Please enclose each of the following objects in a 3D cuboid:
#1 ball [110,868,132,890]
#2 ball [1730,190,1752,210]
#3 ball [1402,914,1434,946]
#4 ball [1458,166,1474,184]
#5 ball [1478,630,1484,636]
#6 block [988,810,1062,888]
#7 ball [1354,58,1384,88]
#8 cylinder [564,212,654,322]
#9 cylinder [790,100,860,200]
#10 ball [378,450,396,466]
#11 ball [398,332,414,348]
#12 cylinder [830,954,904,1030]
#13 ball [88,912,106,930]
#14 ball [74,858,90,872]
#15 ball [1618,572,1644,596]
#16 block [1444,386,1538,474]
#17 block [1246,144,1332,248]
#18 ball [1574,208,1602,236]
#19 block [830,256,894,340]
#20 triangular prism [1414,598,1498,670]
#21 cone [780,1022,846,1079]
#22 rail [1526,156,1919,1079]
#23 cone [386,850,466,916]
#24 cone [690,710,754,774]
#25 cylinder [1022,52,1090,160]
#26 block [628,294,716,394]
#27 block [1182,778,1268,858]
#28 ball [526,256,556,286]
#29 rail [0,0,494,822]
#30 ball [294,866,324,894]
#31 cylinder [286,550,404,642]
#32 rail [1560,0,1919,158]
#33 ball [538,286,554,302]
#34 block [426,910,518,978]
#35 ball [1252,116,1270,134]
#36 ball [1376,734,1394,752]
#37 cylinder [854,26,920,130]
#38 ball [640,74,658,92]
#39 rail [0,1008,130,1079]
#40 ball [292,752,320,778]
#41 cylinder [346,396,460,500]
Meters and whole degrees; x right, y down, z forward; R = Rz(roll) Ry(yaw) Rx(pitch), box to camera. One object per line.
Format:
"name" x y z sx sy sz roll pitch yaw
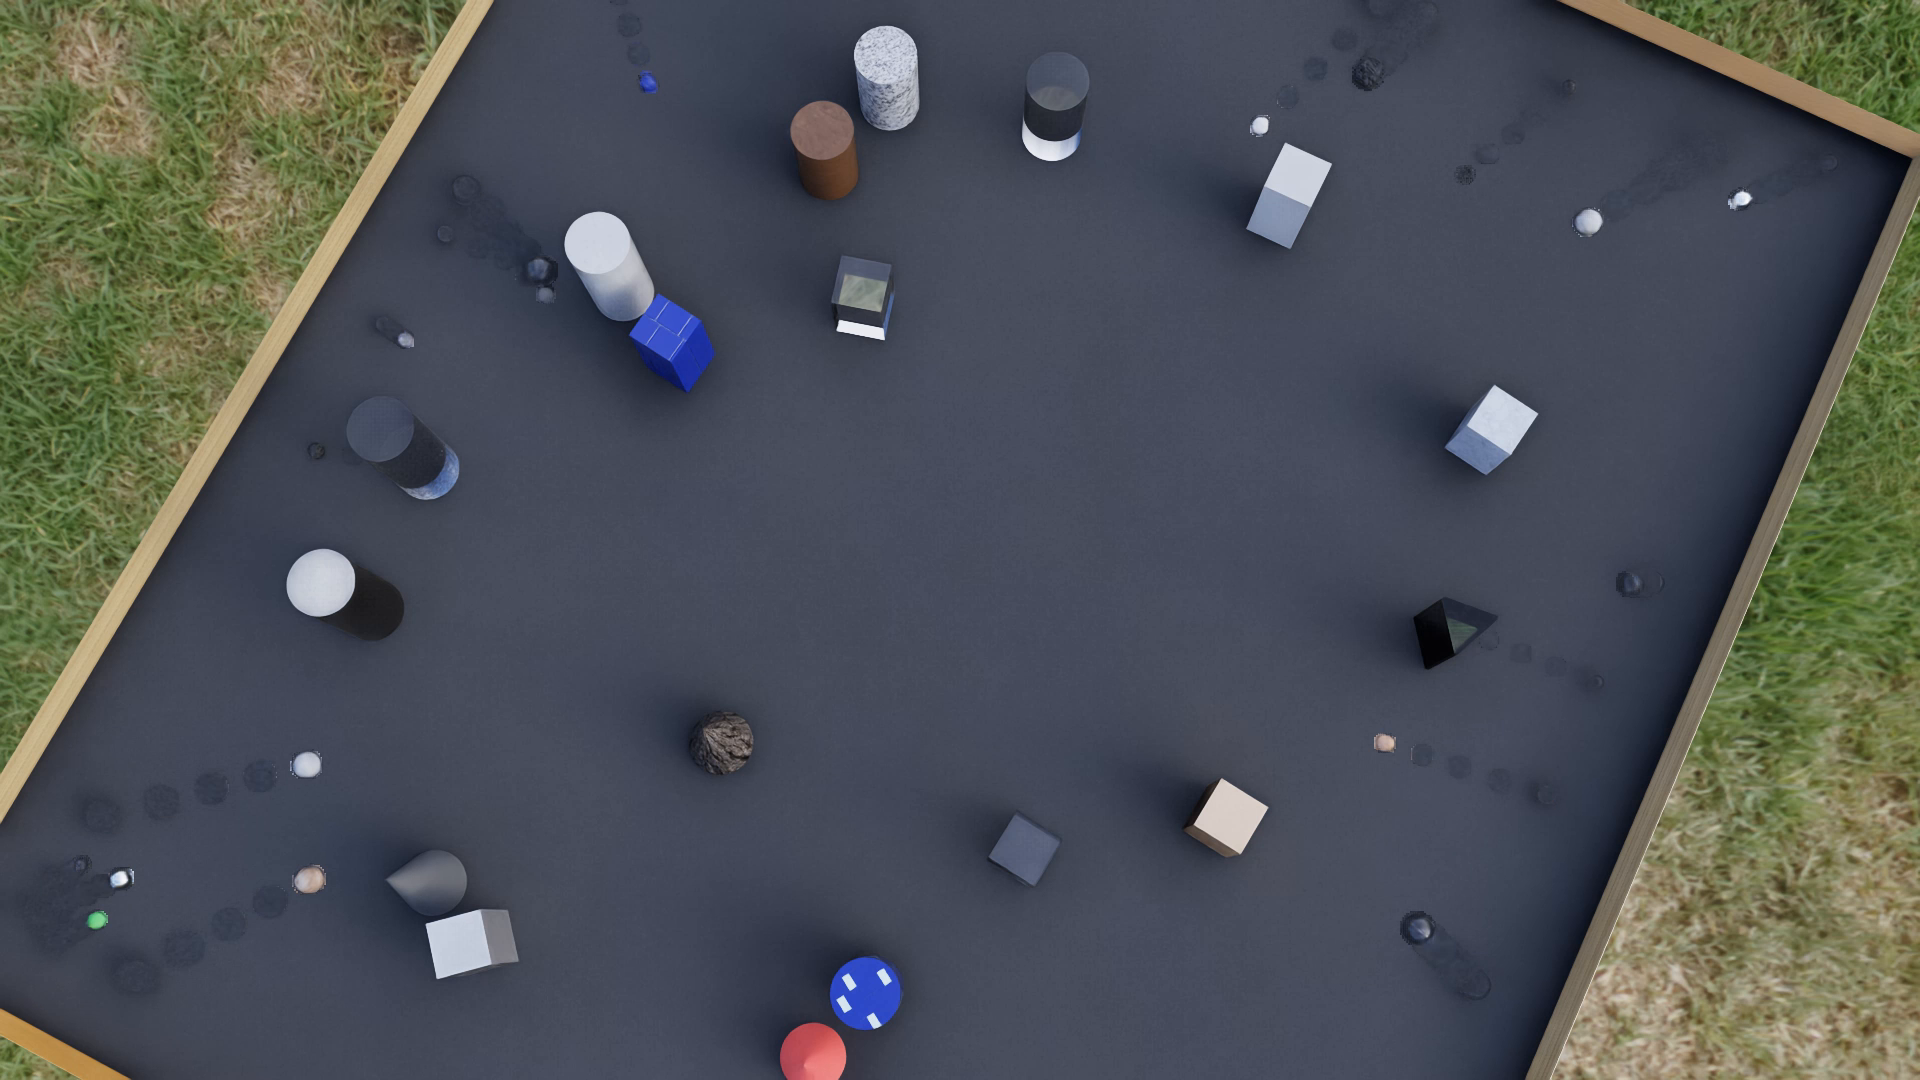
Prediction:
"ball" -2.462 0.996 5.380 0.060 0.060 0.060 0 78 0
"ball" 2.476 -1.078 5.809 0.061 0.061 0.061 0 78 0
"ball" 1.335 1.133 5.336 0.091 0.091 0.091 0 78 0
"ball" 1.608 -1.162 5.830 0.052 0.052 0.052 0 78 0
"ball" 1.558 0.270 5.533 0.043 0.043 0.043 0 78 0
"block" 0.185 0.893 5.276 0.153 0.305 0.153 32 80 6
"ball" 1.311 -1.497 5.878 0.095 0.095 0.095 0 78 0
"cylinder" -1.060 -0.825 5.567 0.192 0.432 0.192 0 78 0
"cylinder" -0.417 -1.209 5.704 0.192 0.317 0.192 0 78 0
"ball" -1.762 -0.252 5.637 0.053 0.053 0.053 0 78 0
"ball" -1.732 -0.626 5.722 0.047 0.047 0.047 0 78 0
"cylinder" -0.258 1.271 5.166 0.192 0.368 0.192 0 78 0
"ball" -2.526 1.114 5.361 0.049 0.049 0.049 0 78 0
"ball" -2.586 0.957 5.396 0.044 0.044 0.044 0 78 0
"ball" 2.032 0.134 5.551 0.073 0.073 0.073 0 78 0
"block" 1.607 -0.330 5.553 0.153 0.258 0.153 35 80 7
"block" 1.012 -1.058 5.657 0.153 0.349 0.153 26 79 5
"ball" 1.983 -1.003 5.782 0.082 0.082 0.082 0 78 0
"block" -0.296 -0.743 5.633 0.153 0.269 0.153 11 79 2
"triangular prism" 1.427 0.252 5.395 0.166 0.332 0.144 -39 81 -7
"cone" -0.426 1.464 5.149 0.192 0.322 0.192 0 78 0
"rail" 1.938 0.955 5.354 0.045 0.125 5.012 26 80 5
"cone" -1.551 0.963 5.175 0.192 0.474 0.192 0 78 0
"cone" -0.715 0.566 5.290 0.192 0.411 0.192 0 78 0
"cylinder" 0.295 -1.345 5.705 0.192 0.371 0.192 0 78 0
"block" -0.871 -0.594 5.572 0.153 0.329 0.153 33 80 6
"block" 0.762 0.806 5.299 0.153 0.296 0.153 32 80 6
"ball" -1.312 -0.842 5.742 0.096 0.096 0.096 0 78 0
"rail" -1.938 -0.942 5.747 0.045 0.125 5.012 26 80 5
"ball" -1.906 0.997 5.369 0.081 0.081 0.081 0 78 0
"cylinder" -1.785 0.166 5.346 0.192 0.462 0.192 0 78 0
"rail" 1.110 -2.168 6.000 4.380 0.125 0.045 26 80 5
"ball" -1.300 -0.770 5.750 0.050 0.050 0.050 0 78 0
"block" -1.385 1.148 5.216 0.153 0.319 0.153 -15 79 -3
"ball" 0.961 -1.325 5.862 0.056 0.056 0.056 0 78 0
"ball" 1.269 0.607 5.464 0.052 0.052 0.052 0 78 0
"cylinder" -0.226 -1.444 5.745 0.192 0.334 0.192 0 78 0
"ball" -1.002 -1.469 5.891 0.058 0.058 0.058 0 78 0
"rail" -1.110 2.181 5.101 4.380 0.125 0.045 26 80 5
"ball" -1.938 0.668 5.438 0.078 0.078 0.078 0 78 0
"cylinder" -1.643 -0.266 5.427 0.192 0.479 0.192 0 78 0
